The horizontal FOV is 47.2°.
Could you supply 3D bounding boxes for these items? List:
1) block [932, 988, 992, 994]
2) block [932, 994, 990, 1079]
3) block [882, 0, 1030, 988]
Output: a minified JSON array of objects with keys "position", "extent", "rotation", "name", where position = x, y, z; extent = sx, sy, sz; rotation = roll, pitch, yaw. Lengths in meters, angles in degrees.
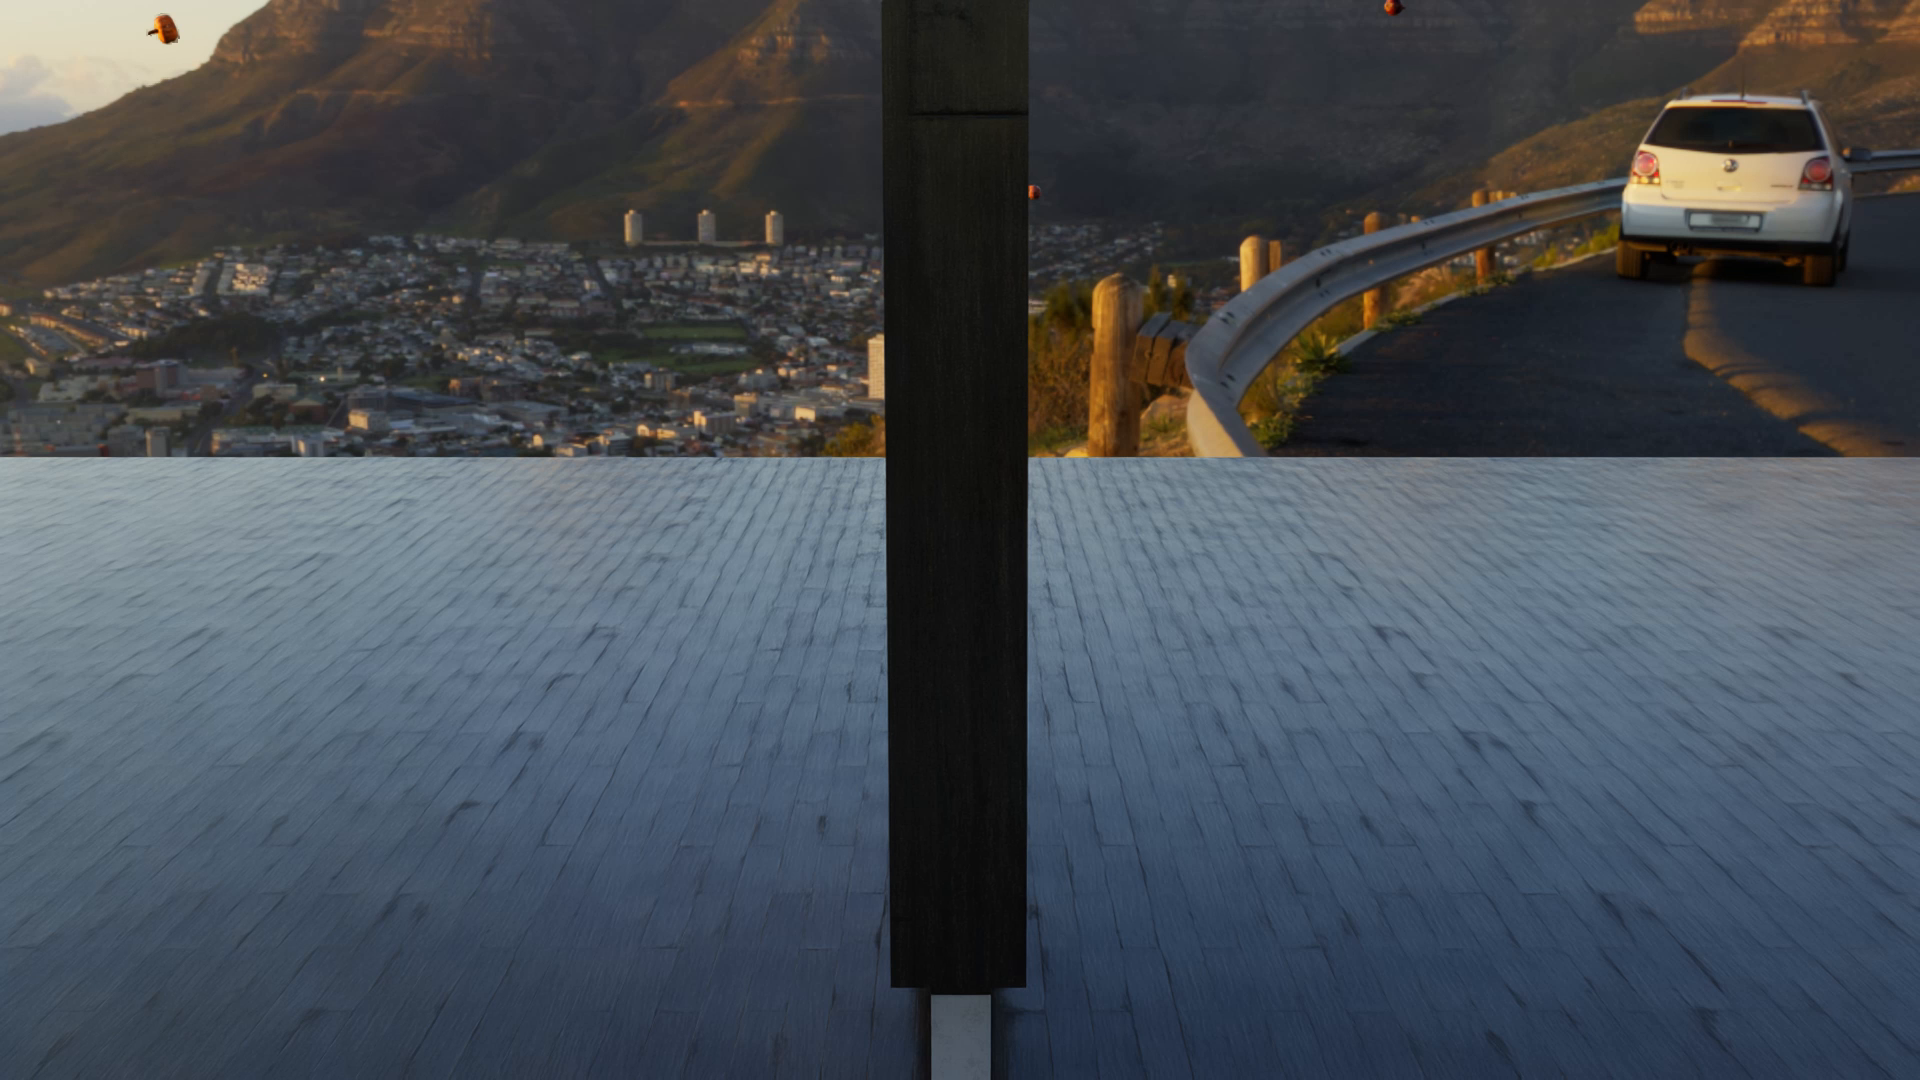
[{"position":[0.001,0.562,2.912],"extent":[0.077,0.022,0.155],"rotation":[0,11,0],"name":"block"},{"position":[0.001,0.658,2.878],"extent":[0.077,0.155,0.022],"rotation":[0,11,0],"name":"block"},{"position":[-0.004,-0.135,2.697],"extent":[0.173,1.426,0.049],"rotation":[0,11,0],"name":"block"}]
